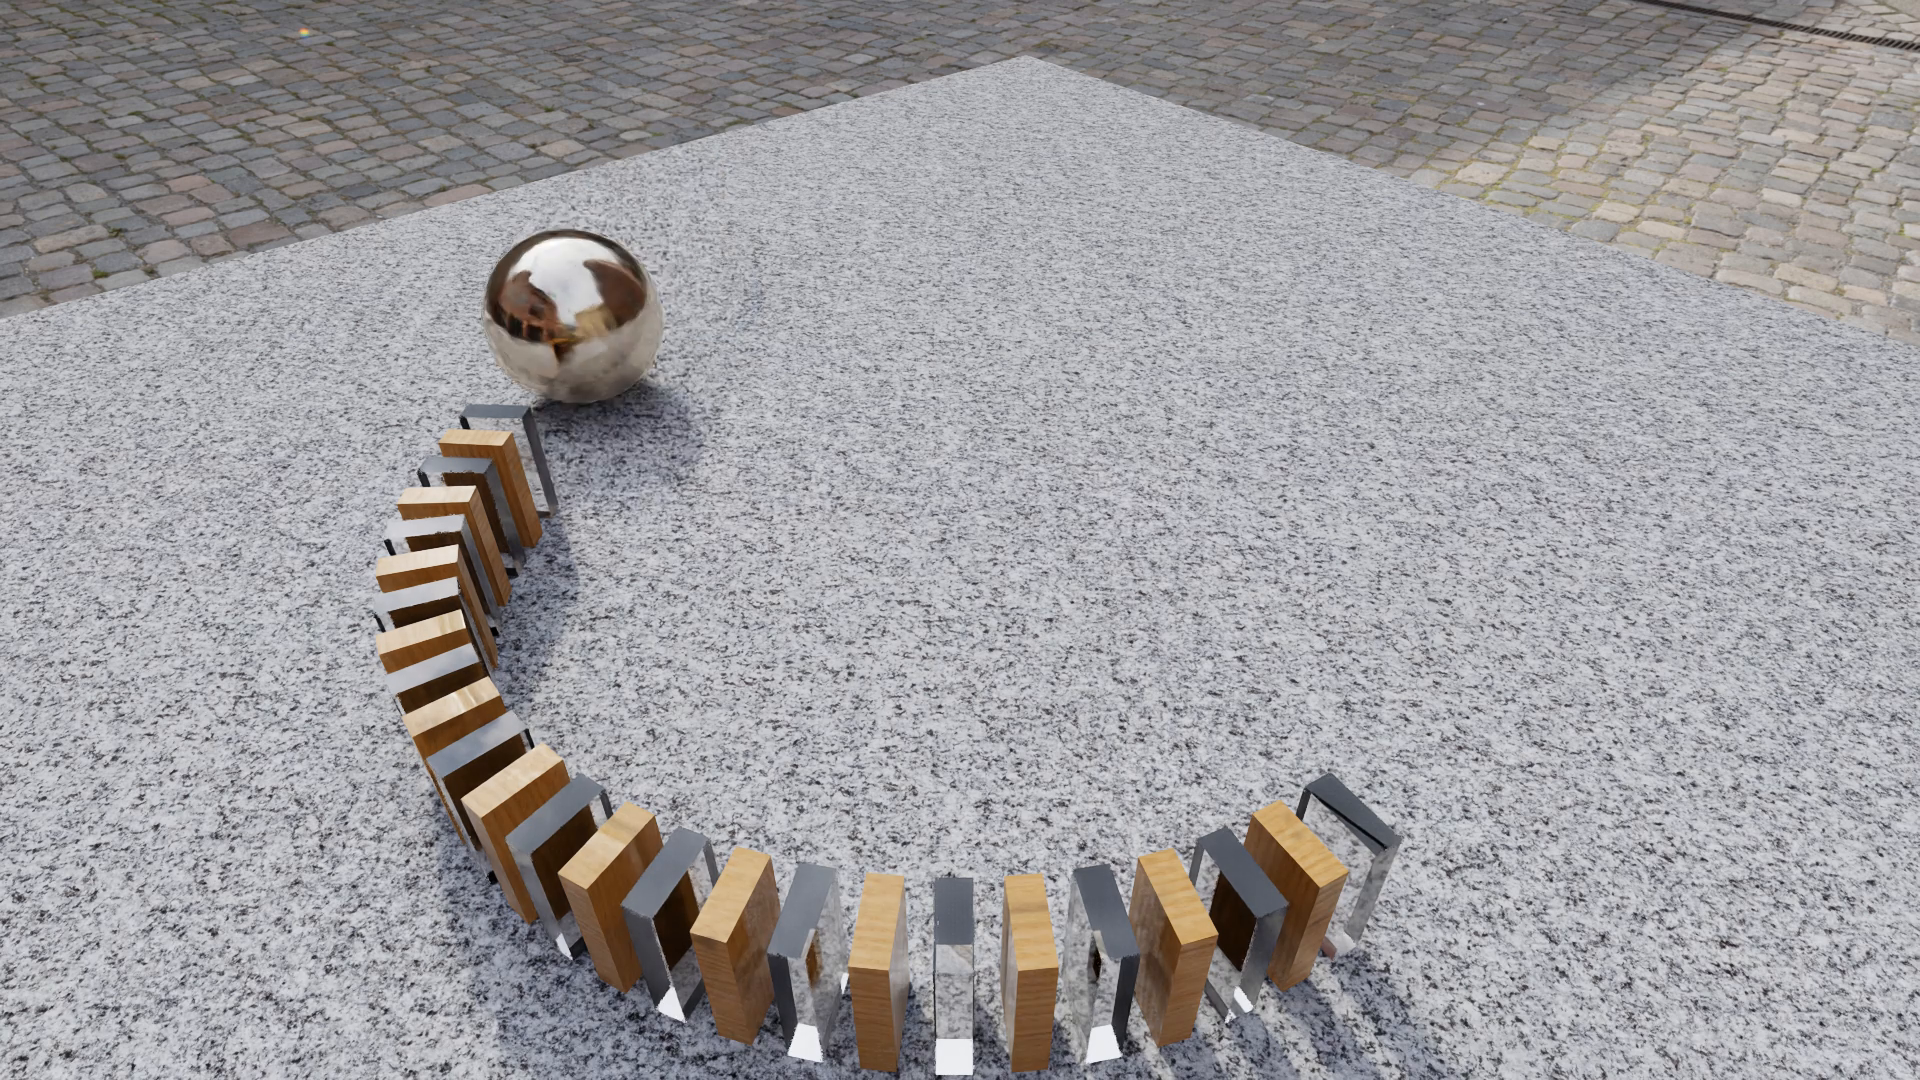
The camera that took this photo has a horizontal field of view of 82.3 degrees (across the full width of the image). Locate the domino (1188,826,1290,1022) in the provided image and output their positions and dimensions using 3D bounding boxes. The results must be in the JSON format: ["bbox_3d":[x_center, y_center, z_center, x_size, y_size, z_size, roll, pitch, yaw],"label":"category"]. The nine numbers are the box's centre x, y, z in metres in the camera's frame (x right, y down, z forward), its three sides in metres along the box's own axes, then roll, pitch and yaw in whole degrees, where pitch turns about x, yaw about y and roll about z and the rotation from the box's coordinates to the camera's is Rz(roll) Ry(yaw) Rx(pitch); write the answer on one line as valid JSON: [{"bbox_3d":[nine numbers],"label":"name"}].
[{"bbox_3d":[0.070,0.101,0.288,0.009,0.050,0.025,-17,42,-19],"label":"domino"}]

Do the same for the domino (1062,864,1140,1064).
[{"bbox_3d":[0.035,0.108,0.279,0.009,0.050,0.025,-7,40,-8],"label":"domino"}]

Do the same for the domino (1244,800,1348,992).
[{"bbox_3d":[0.086,0.096,0.294,0.009,0.050,0.025,-19,43,-22],"label":"domino"}]

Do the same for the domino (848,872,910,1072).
[{"bbox_3d":[-0.020,0.110,0.278,0.009,0.050,0.025,4,39,5],"label":"domino"}]

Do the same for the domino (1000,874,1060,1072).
[{"bbox_3d":[0.017,0.110,0.277,0.010,0.050,0.025,-3,39,-4],"label":"domino"}]

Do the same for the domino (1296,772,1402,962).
[{"bbox_3d":[0.102,0.090,0.302,0.010,0.050,0.025,-20,44,-23],"label":"domino"}]

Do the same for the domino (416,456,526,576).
[{"bbox_3d":[-0.186,-0.008,0.422,0.025,0.050,0.009,2,39,2],"label":"domino"}]

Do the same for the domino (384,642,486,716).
[{"bbox_3d":[-0.156,0.057,0.341,0.025,0.050,0.010,-23,45,-25],"label":"domino"}]

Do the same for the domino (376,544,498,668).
[{"bbox_3d":[-0.180,0.026,0.380,0.025,0.050,0.009,-11,41,-13],"label":"domino"}]

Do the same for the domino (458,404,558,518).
[{"bbox_3d":[-0.184,-0.032,0.450,0.025,0.050,0.009,1,39,2],"label":"domino"}]

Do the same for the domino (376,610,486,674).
[{"bbox_3d":[-0.166,0.047,0.354,0.025,0.050,0.010,-19,43,-21],"label":"domino"}]

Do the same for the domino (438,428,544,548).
[{"bbox_3d":[-0.185,-0.020,0.436,0.025,0.050,0.009,3,39,4],"label":"domino"}]

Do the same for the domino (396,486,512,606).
[{"bbox_3d":[-0.186,0.003,0.408,0.025,0.050,0.009,-2,39,-2],"label":"domino"}]

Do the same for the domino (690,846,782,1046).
[{"bbox_3d":[-0.056,0.105,0.283,0.010,0.050,0.025,11,41,13],"label":"domino"}]

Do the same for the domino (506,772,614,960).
[{"bbox_3d":[-0.105,0.090,0.301,0.009,0.050,0.025,23,45,26],"label":"domino"}]

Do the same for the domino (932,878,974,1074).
[{"bbox_3d":[-0.001,0.110,0.277,0.009,0.050,0.025,0,39,0],"label":"domino"}]

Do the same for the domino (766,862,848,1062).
[{"bbox_3d":[-0.038,0.108,0.280,0.010,0.050,0.025,7,40,9],"label":"domino"}]

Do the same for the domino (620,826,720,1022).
[{"bbox_3d":[-0.073,0.101,0.288,0.009,0.050,0.025,15,42,17],"label":"domino"}]

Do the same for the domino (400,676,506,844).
[{"bbox_3d":[-0.145,0.067,0.330,0.025,0.050,0.009,-27,47,-29],"label":"domino"}]

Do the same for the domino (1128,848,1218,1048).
[{"bbox_3d":[0.053,0.105,0.283,0.009,0.050,0.025,-11,41,-13],"label":"domino"}]

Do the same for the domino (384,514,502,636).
[{"bbox_3d":[-0.184,0.015,0.393,0.025,0.050,0.009,-7,40,-9],"label":"domino"}]

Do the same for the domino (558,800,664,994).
[{"bbox_3d":[-0.089,0.096,0.294,0.009,0.050,0.025,19,43,22],"label":"domino"}]

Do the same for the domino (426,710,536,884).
[{"bbox_3d":[-0.133,0.075,0.319,0.025,0.050,0.009,-32,49,-33],"label":"domino"}]

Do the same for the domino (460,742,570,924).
[{"bbox_3d":[-0.120,0.083,0.310,0.010,0.050,0.025,28,47,29],"label":"domino"}]

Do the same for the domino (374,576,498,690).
[{"bbox_3d":[-0.173,0.037,0.366,0.025,0.050,0.009,-14,41,-17],"label":"domino"}]

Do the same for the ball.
[{"bbox_3d":[-0.180,-0.104,0.515,0.080,0.080,0.080,0,39,0],"label":"ball"}]
